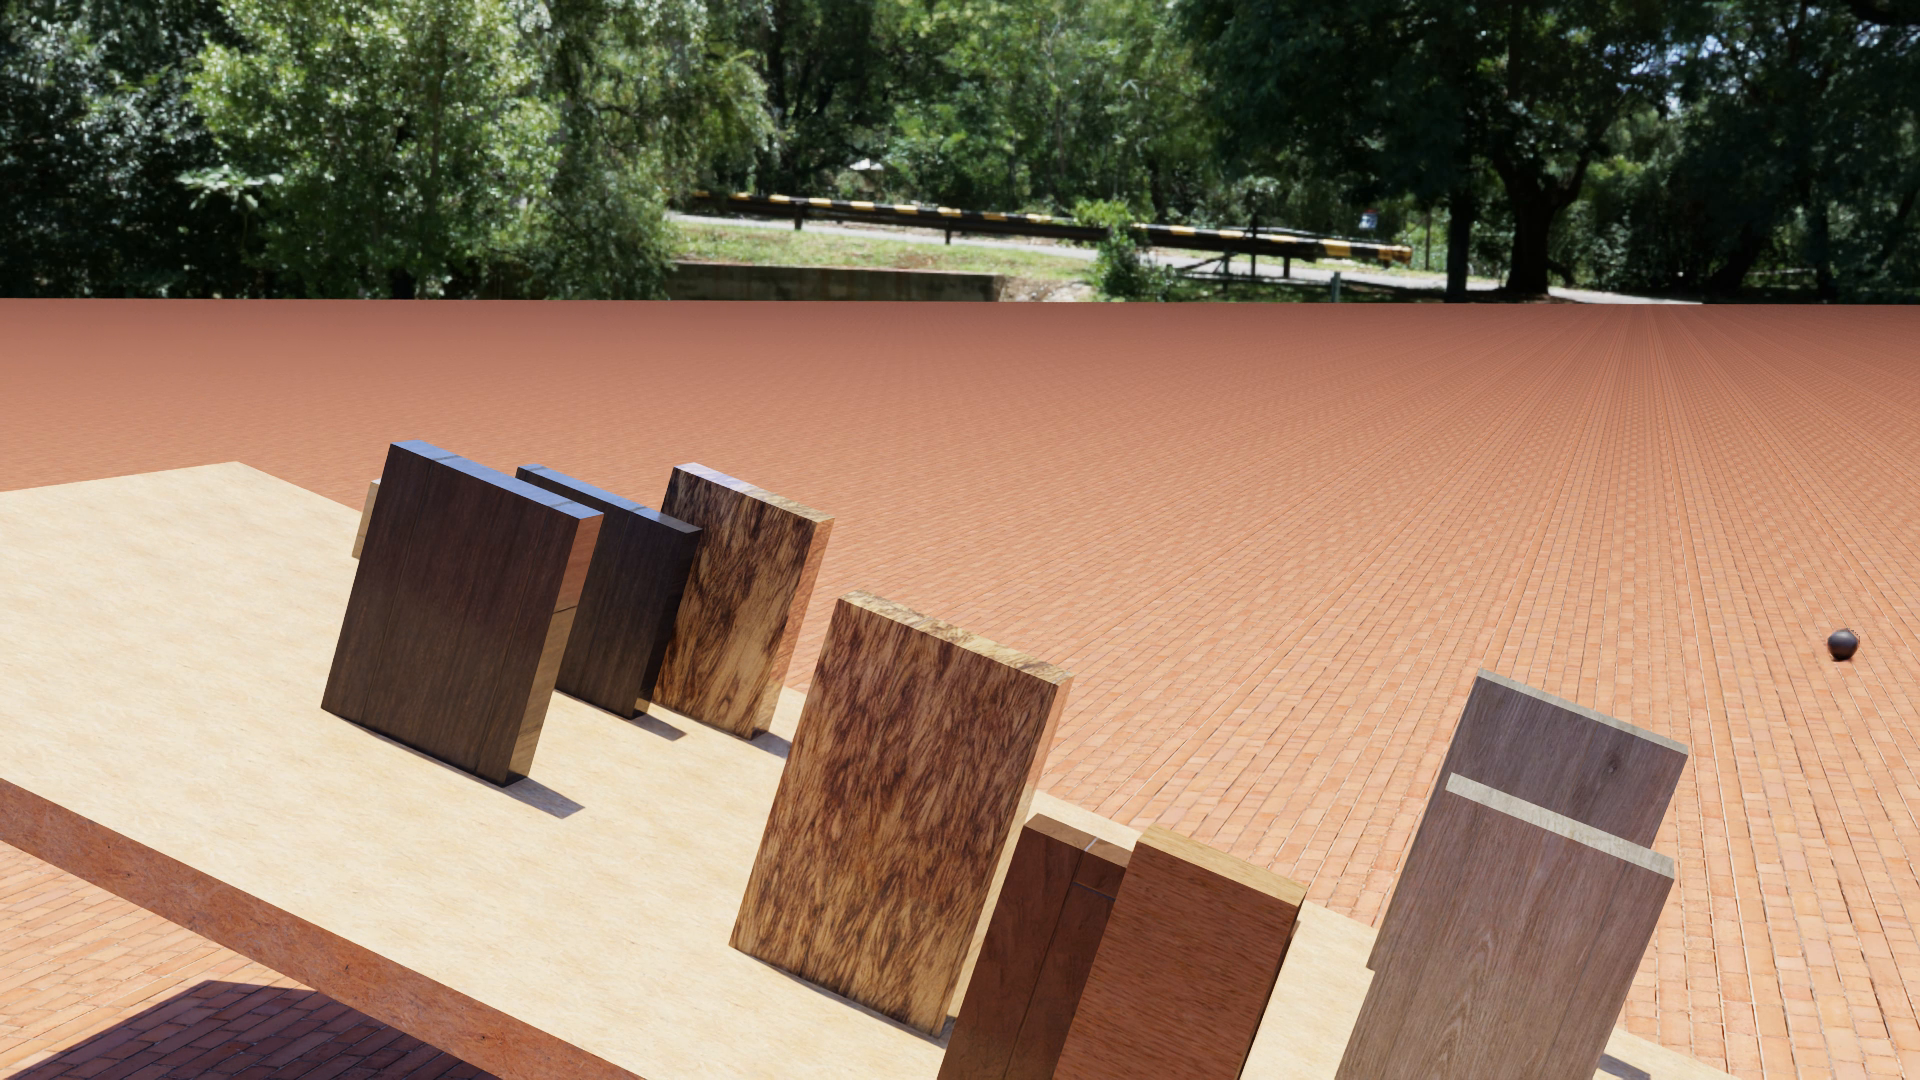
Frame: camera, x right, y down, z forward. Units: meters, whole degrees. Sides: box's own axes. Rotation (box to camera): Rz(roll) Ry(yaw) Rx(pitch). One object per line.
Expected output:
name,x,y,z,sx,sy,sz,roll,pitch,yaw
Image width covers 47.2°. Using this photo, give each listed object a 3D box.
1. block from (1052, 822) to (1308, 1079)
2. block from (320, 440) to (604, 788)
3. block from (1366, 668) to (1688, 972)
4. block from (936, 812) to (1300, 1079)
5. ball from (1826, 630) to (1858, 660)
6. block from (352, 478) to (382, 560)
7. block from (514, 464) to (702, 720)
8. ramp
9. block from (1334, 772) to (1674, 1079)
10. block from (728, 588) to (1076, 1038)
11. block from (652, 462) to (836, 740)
block,0.283,0.728,3.164,0.240,0.584,0.105,21,12,14
block,-0.942,0.136,4.144,0.408,0.539,0.099,21,12,14
block,1.171,0.661,4.568,0.440,0.671,0.099,21,12,14
block,0.231,0.724,3.359,0.433,0.479,0.084,21,12,14
ball,4.257,0.506,10.605,0.142,0.142,0.142,0,7,0
block,-1.299,-0.033,5.233,0.189,0.189,0.189,19,12,7
block,-0.810,0.109,4.728,0.410,0.429,0.083,21,12,14
ramp,-0.350,0.656,4.222,4.000,0.100,2.000,21,12,14
block,0.971,0.777,3.949,0.411,0.589,0.141,21,12,14
block,-0.102,0.456,3.689,0.397,0.641,0.111,21,12,14
block,-0.524,0.133,4.840,0.351,0.512,0.110,21,12,14
